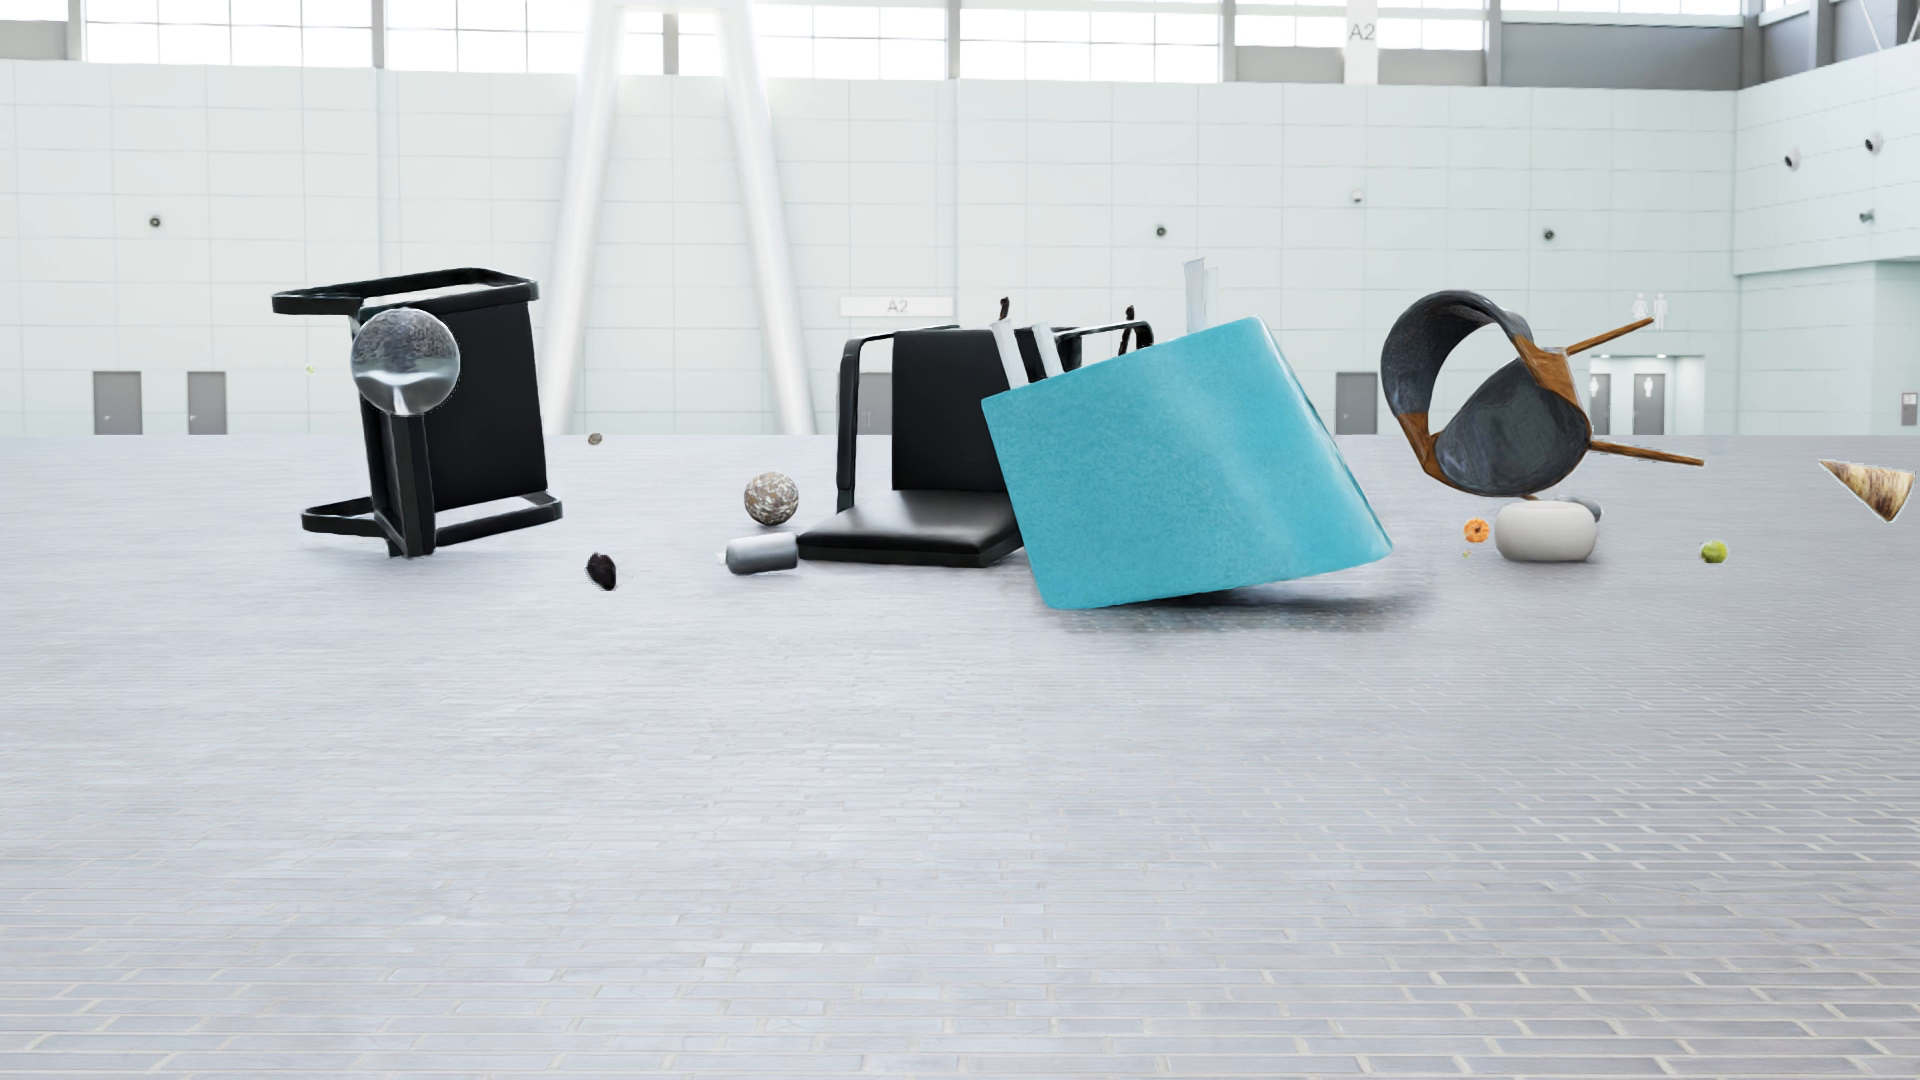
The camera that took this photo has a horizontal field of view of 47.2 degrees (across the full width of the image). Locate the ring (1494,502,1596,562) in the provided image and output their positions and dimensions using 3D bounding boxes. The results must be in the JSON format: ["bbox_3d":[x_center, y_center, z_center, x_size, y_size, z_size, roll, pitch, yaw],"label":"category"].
[{"bbox_3d":[1.538,-0.021,5.783,0.259,0.144,0.284,-2,7,-1],"label":"ring"}]

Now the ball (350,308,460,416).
[{"bbox_3d":[-1.184,-0.381,4.693,0.229,0.229,0.229,0,4,0],"label":"ball"}]

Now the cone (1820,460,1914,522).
[{"bbox_3d":[1.865,-0.128,4.564,0.181,0.112,0.098,26,-8,6],"label":"cone"}]

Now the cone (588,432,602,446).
[{"bbox_3d":[-1.400,-0.391,8.499,0.062,0.047,0.063,-19,2,12],"label":"cone"}]

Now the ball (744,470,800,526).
[{"bbox_3d":[-0.620,-0.138,7.230,0.182,0.182,0.182,0,4,0],"label":"ball"}]
